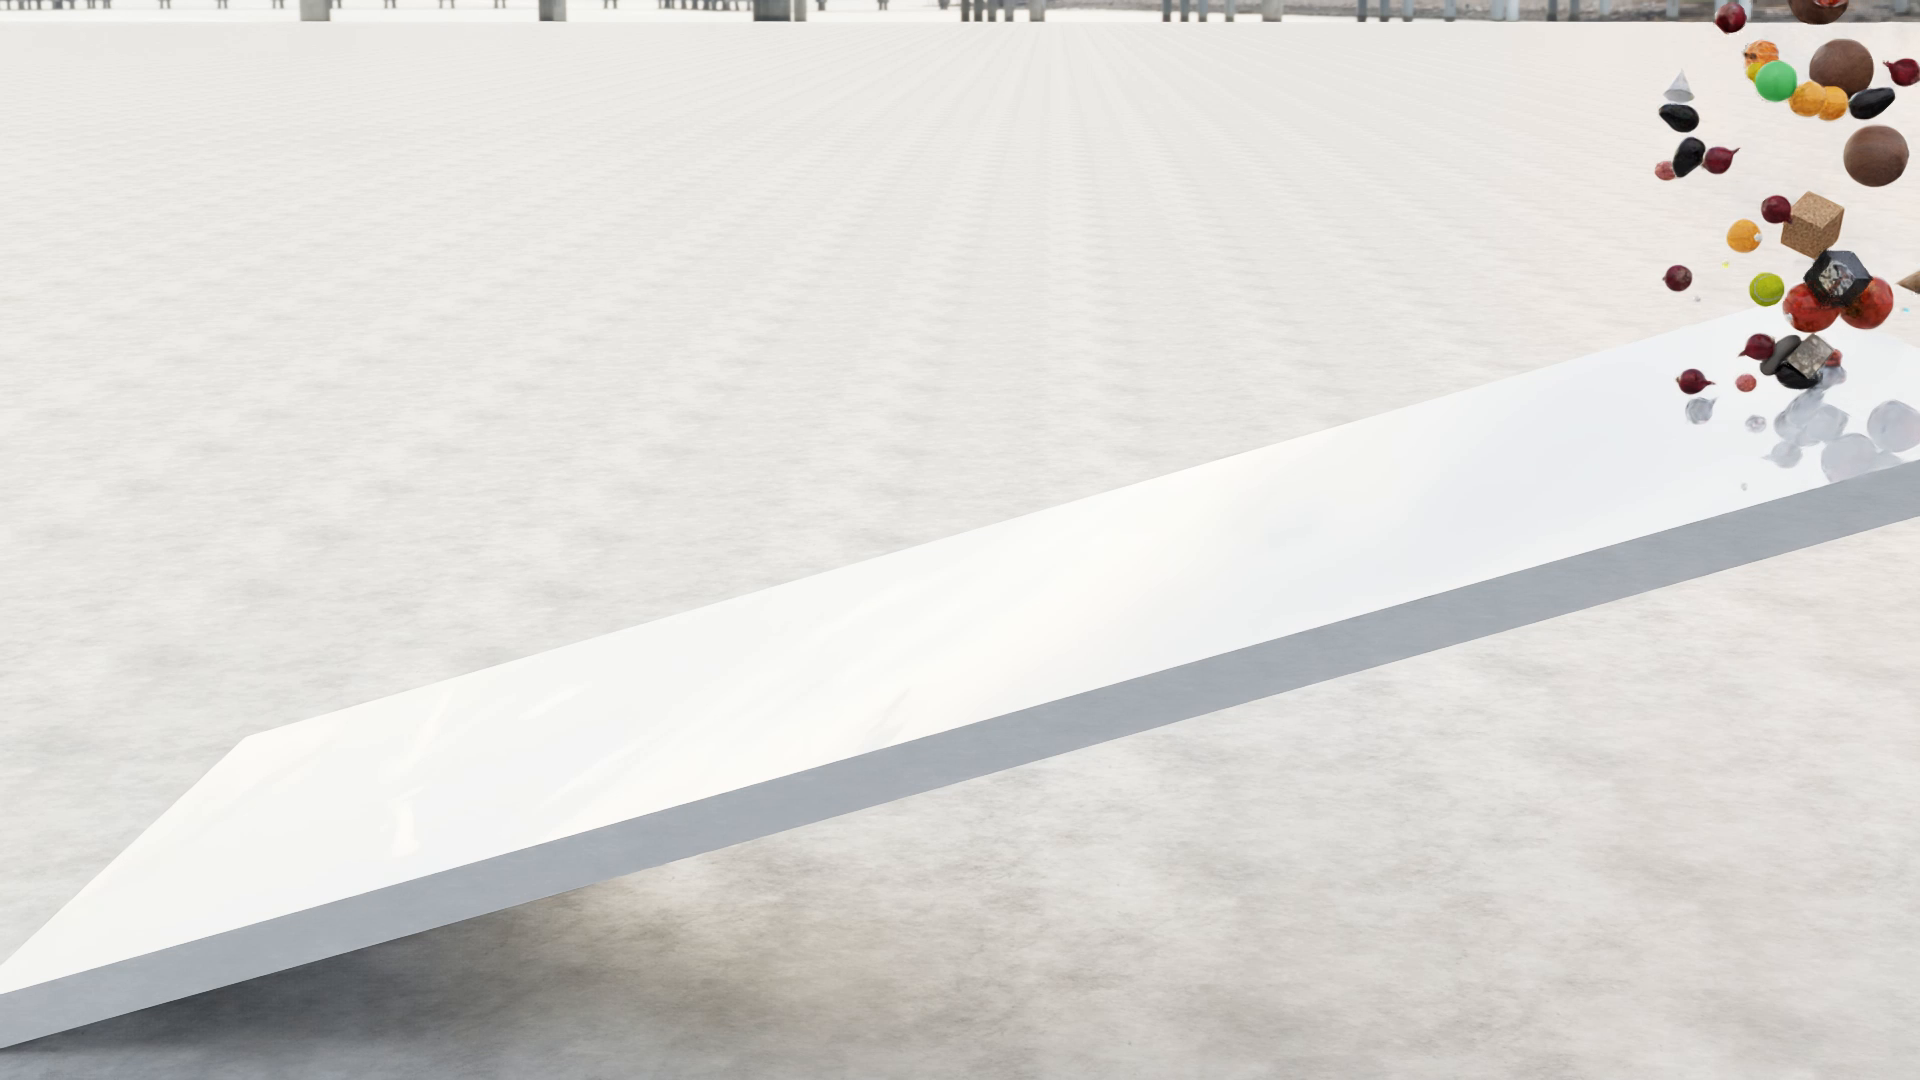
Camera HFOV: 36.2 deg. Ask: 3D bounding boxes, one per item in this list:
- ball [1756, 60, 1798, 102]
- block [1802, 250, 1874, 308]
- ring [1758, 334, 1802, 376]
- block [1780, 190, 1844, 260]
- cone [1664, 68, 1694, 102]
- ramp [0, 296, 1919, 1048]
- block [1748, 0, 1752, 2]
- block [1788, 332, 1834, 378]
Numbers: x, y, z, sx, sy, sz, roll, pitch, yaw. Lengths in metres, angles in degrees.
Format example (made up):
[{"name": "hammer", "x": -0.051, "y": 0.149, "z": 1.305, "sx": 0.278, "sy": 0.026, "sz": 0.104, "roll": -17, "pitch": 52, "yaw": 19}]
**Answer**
[{"name": "ball", "x": 1.628, "y": -0.915, "z": 5.863, "sx": 0.082, "sy": 0.082, "sz": 0.082, "roll": 0, "pitch": 11, "yaw": 0}, {"name": "block", "x": 1.767, "y": -0.527, "z": 5.923, "sx": 0.080, "sy": 0.080, "sz": 0.080, "roll": -1, "pitch": 50, "yaw": -30}, {"name": "ring", "x": 1.688, "y": -0.381, "z": 6.052, "sx": 0.035, "sy": 0.106, "sz": 0.106, "roll": 48, "pitch": 33, "yaw": 19}, {"name": "block", "x": 1.737, "y": -0.641, "z": 5.994, "sx": 0.085, "sy": 0.085, "sz": 0.085, "roll": 33, "pitch": 57, "yaw": 31}, {"name": "cone", "x": 1.477, "y": -0.939, "z": 6.026, "sx": 0.063, "sy": 0.063, "sz": 0.063, "roll": 11, "pitch": -15, "yaw": 3}, {"name": "ramp", "x": 0.090, "y": 0.187, "z": 6.320, "sx": 4.000, "sy": 0.100, "sz": 2.000, "roll": -16, "pitch": 10, "yaw": 5}, {"name": "block", "x": 1.551, "y": -1.113, "z": 5.792, "sx": 0.062, "sy": 0.062, "sz": 0.062, "roll": 38, "pitch": -12, "yaw": 28}, {"name": "block", "x": 1.732, "y": -0.376, "z": 5.989, "sx": 0.058, "sy": 0.058, "sz": 0.058, "roll": 42, "pitch": 39, "yaw": 11}]
